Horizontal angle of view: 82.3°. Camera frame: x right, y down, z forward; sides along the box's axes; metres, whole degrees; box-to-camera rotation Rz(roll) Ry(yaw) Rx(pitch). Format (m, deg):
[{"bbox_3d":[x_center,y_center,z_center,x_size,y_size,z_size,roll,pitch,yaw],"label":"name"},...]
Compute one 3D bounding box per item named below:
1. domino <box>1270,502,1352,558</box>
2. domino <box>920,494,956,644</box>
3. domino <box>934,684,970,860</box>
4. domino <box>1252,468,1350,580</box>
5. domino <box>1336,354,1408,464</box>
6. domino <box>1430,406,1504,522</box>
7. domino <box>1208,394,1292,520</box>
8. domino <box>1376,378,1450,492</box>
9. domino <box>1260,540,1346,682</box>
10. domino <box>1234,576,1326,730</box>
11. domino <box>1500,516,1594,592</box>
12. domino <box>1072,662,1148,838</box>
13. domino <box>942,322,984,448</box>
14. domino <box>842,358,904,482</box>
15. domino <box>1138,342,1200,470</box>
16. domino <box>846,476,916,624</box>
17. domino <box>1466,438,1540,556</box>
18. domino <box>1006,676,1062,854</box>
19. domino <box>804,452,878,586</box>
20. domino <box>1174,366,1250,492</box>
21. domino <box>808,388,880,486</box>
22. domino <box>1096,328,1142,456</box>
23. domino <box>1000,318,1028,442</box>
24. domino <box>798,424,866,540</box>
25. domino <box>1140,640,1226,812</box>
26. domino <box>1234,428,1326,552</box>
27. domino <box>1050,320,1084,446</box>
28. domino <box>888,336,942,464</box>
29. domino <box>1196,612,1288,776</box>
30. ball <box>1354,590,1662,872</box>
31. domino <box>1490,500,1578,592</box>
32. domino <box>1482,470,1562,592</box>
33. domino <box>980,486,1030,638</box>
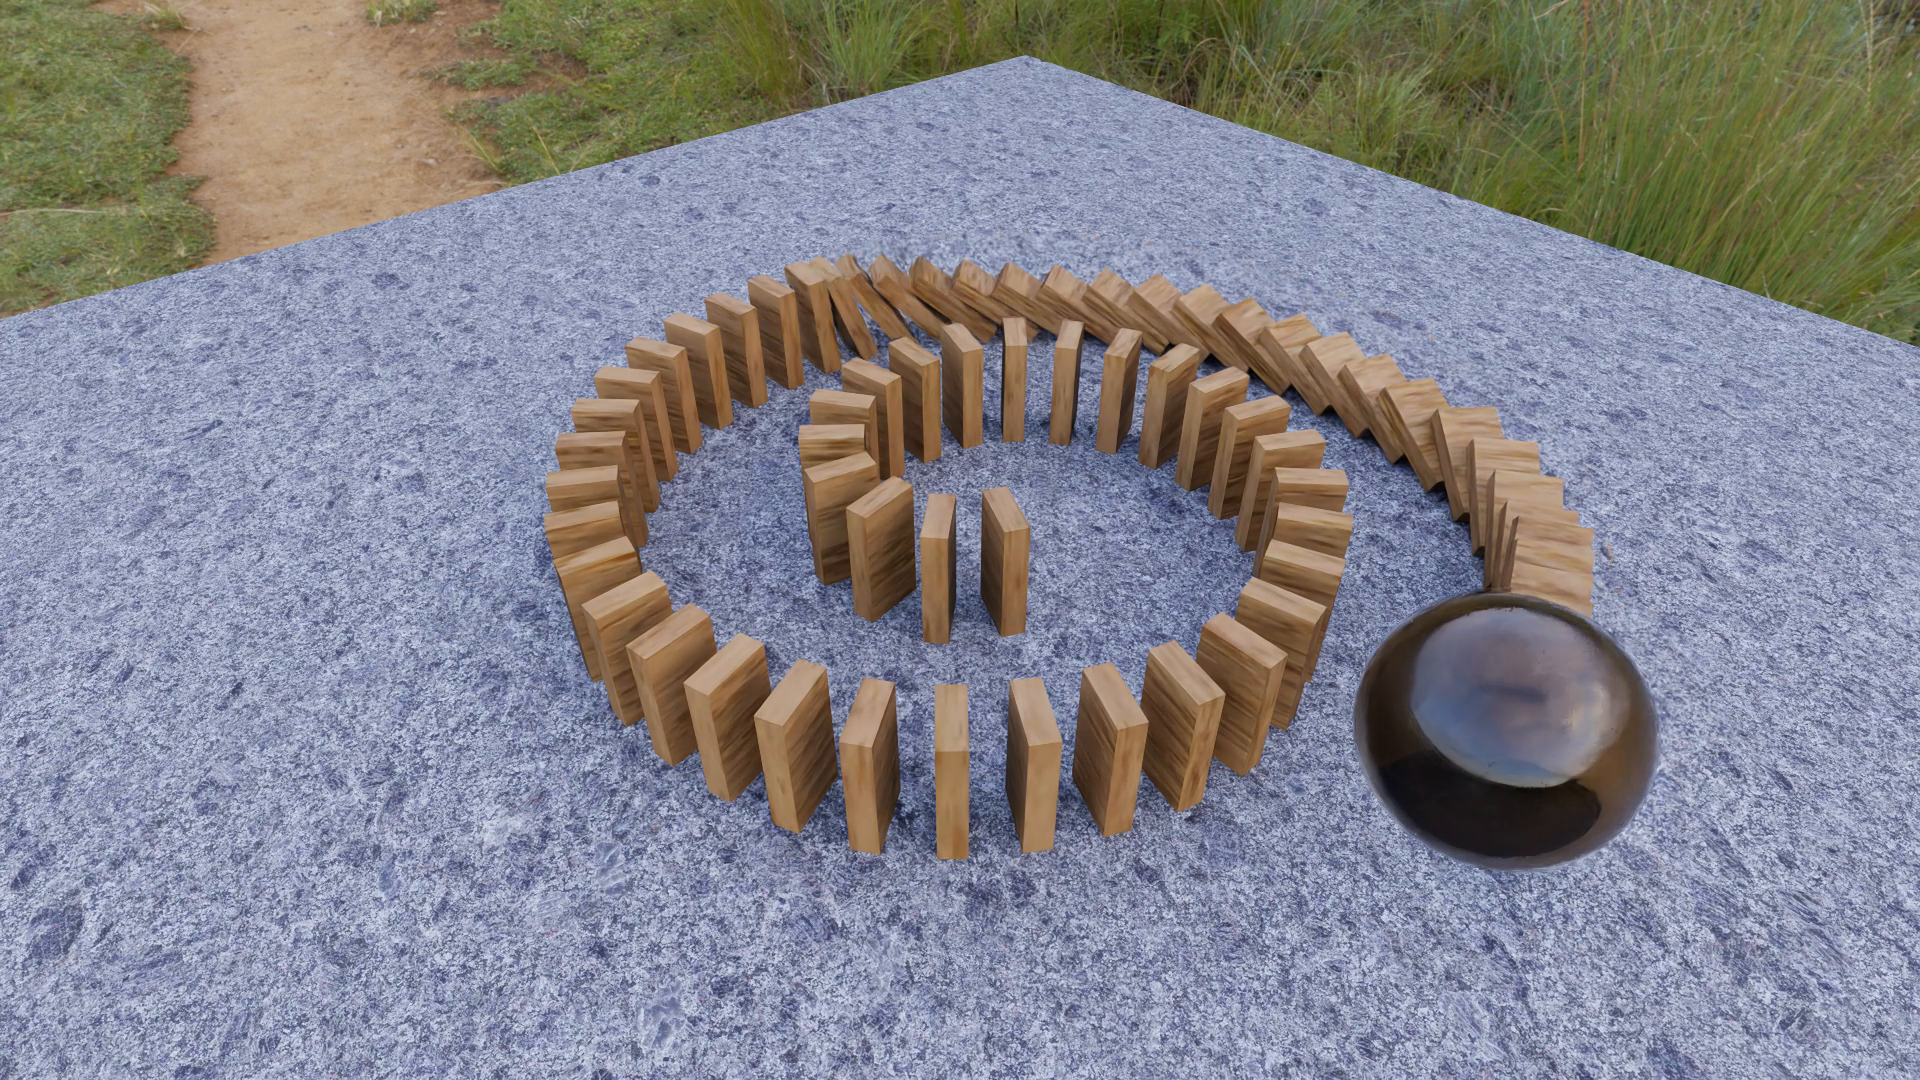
[{"bbox_3d":[0.123,0.011,0.398,0.025,0.050,0.010,11,41,13],"label":"domino"},{"bbox_3d":[-0.007,0.011,0.398,0.010,0.050,0.025,4,39,5],"label":"domino"},{"bbox_3d":[-0.002,0.069,0.327,0.010,0.050,0.025,-1,39,-1],"label":"domino"},{"bbox_3d":[0.128,-0.004,0.416,0.025,0.050,0.009,2,39,3],"label":"domino"},{"bbox_3d":[0.196,-0.060,0.501,0.025,0.009,0.050,-16,67,-19],"label":"domino"},{"bbox_3d":[0.219,-0.032,0.466,0.025,0.009,0.050,-1,65,-2],"label":"domino"},{"bbox_3d":[0.118,-0.033,0.452,0.025,0.050,0.009,-15,42,-18],"label":"domino"},{"bbox_3d":[0.207,-0.047,0.485,0.025,0.009,0.050,-12,65,-14],"label":"domino"},{"bbox_3d":[0.115,0.025,0.381,0.025,0.050,0.010,17,42,20],"label":"domino"},{"bbox_3d":[0.103,0.038,0.365,0.025,0.050,0.010,24,45,27],"label":"domino"},{"bbox_3d":[0.209,0.019,0.396,0.025,0.009,0.050,12,83,14],"label":"domino"},{"bbox_3d":[0.045,0.064,0.333,0.009,0.050,0.025,-12,41,-14],"label":"domino"},{"bbox_3d":[0.001,-0.069,0.496,0.009,0.050,0.025,-15,42,-17],"label":"domino"},{"bbox_3d":[-0.037,-0.051,0.474,0.025,0.050,0.009,27,46,29],"label":"domino"},{"bbox_3d":[0.091,-0.058,0.483,0.009,0.050,0.025,28,47,30],"label":"domino"},{"bbox_3d":[-0.029,0.004,0.407,0.010,0.050,0.025,27,47,29],"label":"domino"},{"bbox_3d":[0.222,-0.017,0.448,0.025,0.010,0.050,6,65,7],"label":"domino"},{"bbox_3d":[0.021,0.068,0.329,0.009,0.050,0.025,-7,40,-8],"label":"domino"},{"bbox_3d":[-0.044,-0.008,0.421,0.025,0.050,0.009,-19,43,-21],"label":"domino"},{"bbox_3d":[0.107,-0.047,0.469,0.025,0.050,0.009,-23,45,-25],"label":"domino"},{"bbox_3d":[-0.047,-0.037,0.457,0.025,0.050,0.009,8,40,10],"label":"domino"},{"bbox_3d":[0.071,-0.066,0.492,0.010,0.050,0.025,15,42,18],"label":"domino"},{"bbox_3d":[0.024,-0.072,0.500,0.009,0.050,0.025,-1,39,-1],"label":"domino"},{"bbox_3d":[-0.049,-0.022,0.439,0.025,0.050,0.009,-2,39,-2],"label":"domino"},{"bbox_3d":[0.067,0.058,0.340,0.009,0.050,0.025,-18,43,-21],"label":"domino"},{"bbox_3d":[0.126,-0.019,0.435,0.025,0.050,0.009,-8,40,-10],"label":"domino"},{"bbox_3d":[0.048,-0.071,0.498,0.009,0.050,0.025,8,40,9],"label":"domino"},{"bbox_3d":[-0.020,-0.062,0.487,0.009,0.050,0.025,-25,46,-28],"label":"domino"},{"bbox_3d":[0.087,0.050,0.351,0.010,0.050,0.025,-30,48,-31],"label":"domino"},{"bbox_3d":[0.157,0.055,0.321,0.080,0.080,0.080,0,39,0],"label":"ball"},{"bbox_3d":[0.215,0.011,0.413,0.025,0.009,0.050,12,68,14],"label":"domino"},{"bbox_3d":[0.220,-0.002,0.430,0.025,0.010,0.050,10,66,11],"label":"domino"},{"bbox_3d":[0.016,0.008,0.401,0.010,0.050,0.025,-11,41,-13],"label":"domino"}]
